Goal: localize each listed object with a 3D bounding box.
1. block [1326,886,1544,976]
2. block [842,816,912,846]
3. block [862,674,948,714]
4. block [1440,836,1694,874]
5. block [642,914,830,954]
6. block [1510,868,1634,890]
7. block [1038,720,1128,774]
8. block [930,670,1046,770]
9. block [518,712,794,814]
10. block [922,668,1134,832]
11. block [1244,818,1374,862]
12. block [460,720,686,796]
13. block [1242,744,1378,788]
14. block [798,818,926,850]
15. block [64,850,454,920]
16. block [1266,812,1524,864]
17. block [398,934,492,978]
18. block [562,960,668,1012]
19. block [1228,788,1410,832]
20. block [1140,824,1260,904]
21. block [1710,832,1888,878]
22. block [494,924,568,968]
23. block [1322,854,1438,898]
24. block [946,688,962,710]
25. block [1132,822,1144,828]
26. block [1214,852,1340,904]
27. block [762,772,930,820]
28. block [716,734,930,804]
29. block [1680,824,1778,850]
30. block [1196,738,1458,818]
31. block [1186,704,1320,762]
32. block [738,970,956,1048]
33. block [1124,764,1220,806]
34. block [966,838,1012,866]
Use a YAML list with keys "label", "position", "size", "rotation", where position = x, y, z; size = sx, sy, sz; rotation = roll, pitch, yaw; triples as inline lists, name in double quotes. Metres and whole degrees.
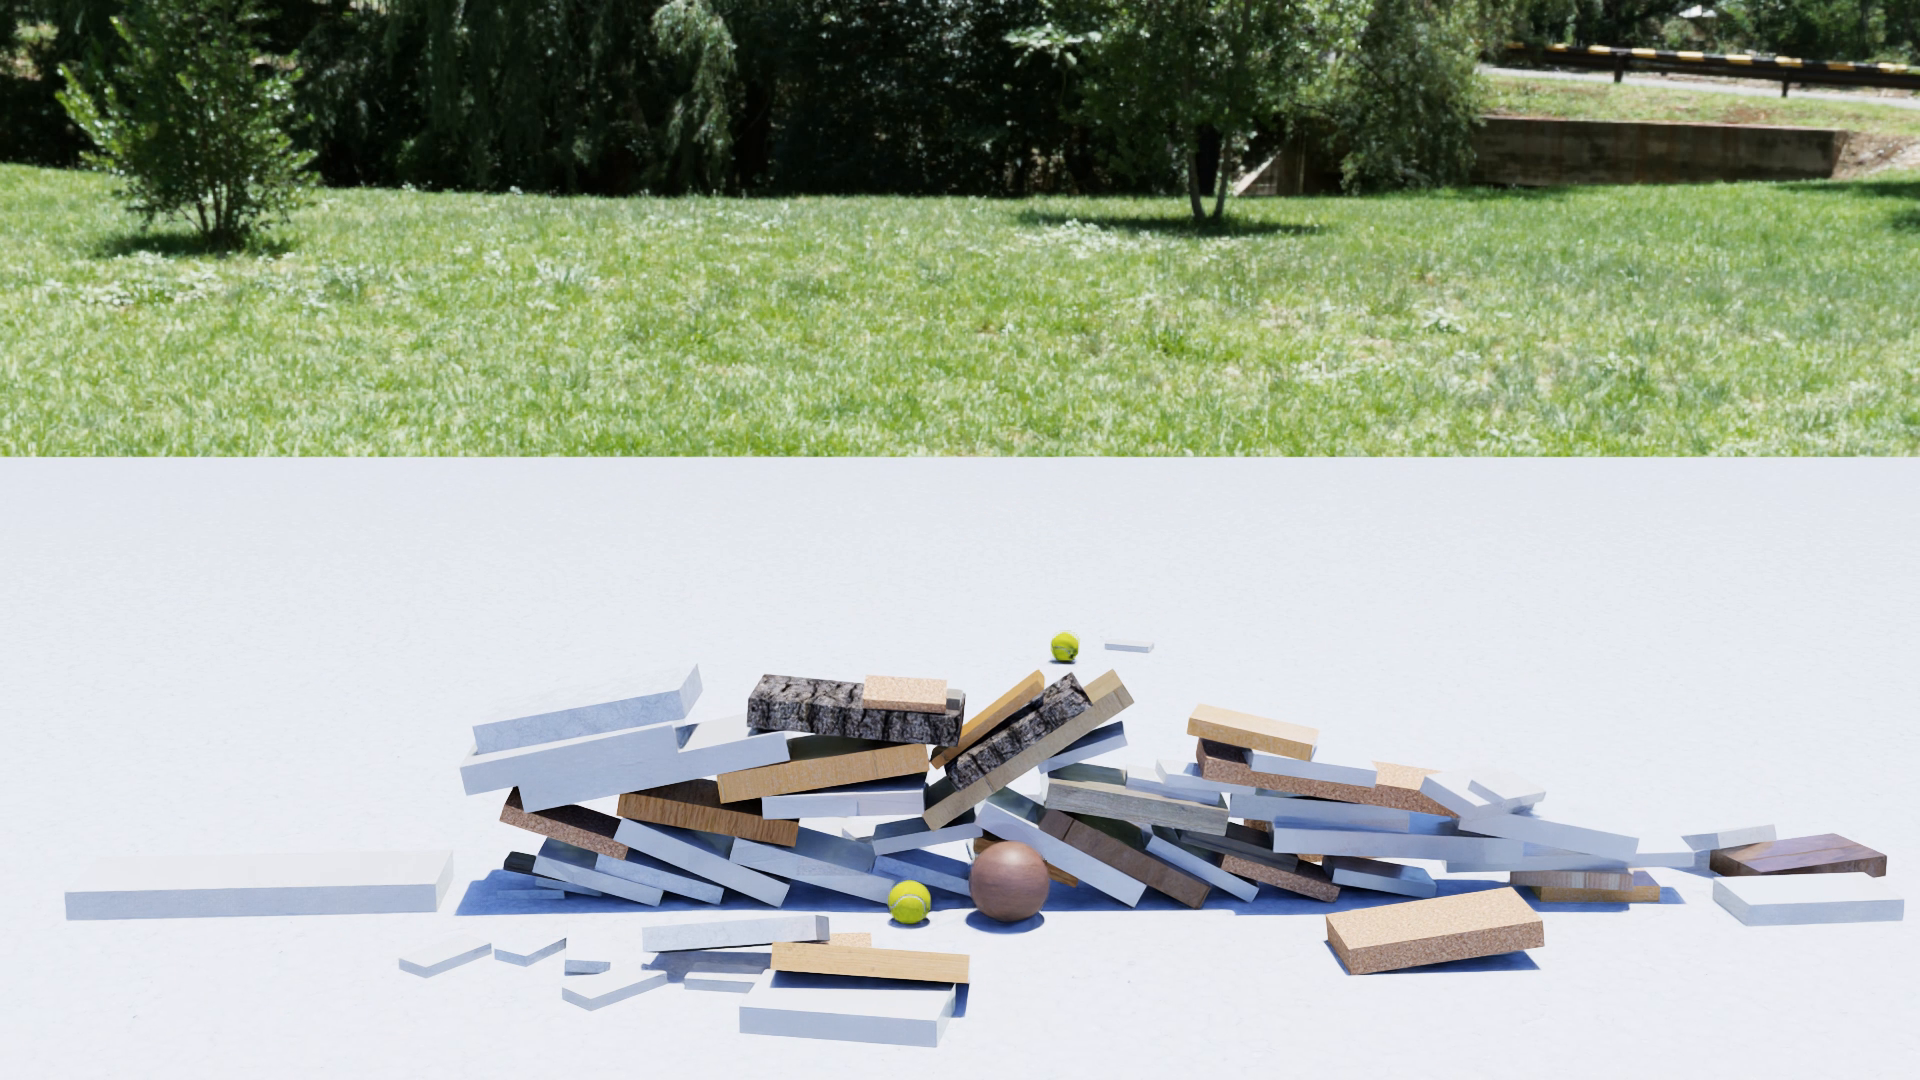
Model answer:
- label: "block"
  position: [0.729, 0.601, 3.389]
  size: [0.299, 0.042, 0.149]
  rotation: [-8, 11, -3]
- label: "block"
  position: [-0.132, 0.509, 3.831]
  size: [0.133, 0.019, 0.067]
  rotation: [-5, 12, -25]
- label: "block"
  position: [-0.089, 0.249, 3.554]
  size: [0.133, 0.019, 0.067]
  rotation: [4, 32, 0]
- label: "block"
  position: [1.004, 0.522, 3.655]
  size: [0.402, 0.025, 0.087]
  rotation: [-2, 11, 3]
- label: "block"
  position: [-0.337, 0.597, 3.332]
  size: [0.262, 0.037, 0.131]
  rotation: [-5, -12, 5]
- label: "block"
  position: [1.016, 0.548, 3.654]
  size: [0.195, 0.028, 0.098]
  rotation: [1, 11, 16]
- label: "block"
  position: [0.201, 0.342, 3.628]
  size: [0.152, 0.022, 0.076]
  rotation: [-19, 10, 6]
- label: "block"
  position: [0.045, 0.296, 3.624]
  size: [0.227, 0.019, 0.067]
  rotation: [-38, 8, 11]
- label: "block"
  position: [-0.496, 0.359, 3.624]
  size: [0.436, 0.048, 0.171]
  rotation: [-11, 11, 0]
- label: "block"
  position: [0.107, 0.346, 3.638]
  size: [0.391, 0.037, 0.131]
  rotation: [-33, 9, 2]
- label: "block"
  position: [0.645, 0.483, 3.838]
  size: [0.299, 0.149, 0.042]
  rotation: [-2, 11, -10]
- label: "block"
  position: [-0.631, 0.338, 3.610]
  size: [0.347, 0.049, 0.173]
  rotation: [-11, 11, -1]
- label: "block"
  position: [0.567, 0.359, 3.573]
  size: [0.203, 0.029, 0.101]
  rotation: [8, 12, -3]
- label: "block"
  position: [-0.328, 0.524, 3.916]
  size: [0.518, 0.040, 0.142]
  rotation: [4, 11, 20]
- label: "block"
  position: [-1.151, 0.570, 3.642]
  size: [0.589, 0.049, 0.173]
  rotation: [-1, 11, -4]
- label: "block"
  position: [0.718, 0.485, 3.654]
  size: [0.404, 0.041, 0.146]
  rotation: [2, 11, 2]
- label: "block"
  position: [-0.788, 0.637, 3.368]
  size: [0.064, 0.018, 0.128]
  rotation: [8, 13, 36]
- label: "block"
  position: [-0.510, 0.658, 3.249]
  size: [0.068, 0.019, 0.142]
  rotation: [10, 14, 42]
- label: "block"
  position: [0.601, 0.435, 3.678]
  size: [0.292, 0.041, 0.146]
  rotation: [4, 11, 9]
- label: "block"
  position: [0.398, 0.532, 3.661]
  size: [0.199, 0.028, 0.099]
  rotation: [27, 9, -5]
- label: "block"
  position: [1.436, 0.553, 3.769]
  size: [0.261, 0.037, 0.131]
  rotation: [-4, 11, -19]
- label: "block"
  position: [-0.655, 0.628, 3.414]
  size: [0.064, 0.018, 0.128]
  rotation: [6, 12, 30]
- label: "block"
  position: [0.700, 0.560, 3.675]
  size: [0.175, 0.025, 0.087]
  rotation: [10, 10, -4]
- label: "block"
  position: [-0.065, 0.256, 3.603]
  size: [0.134, 0.019, 0.067]
  rotation: [5, 10, 3]
- label: "block"
  position: [0.337, 0.524, 3.982]
  size: [0.112, 0.016, 0.056]
  rotation: [-4, 11, -20]
- label: "block"
  position: [0.527, 0.547, 3.662]
  size: [0.199, 0.028, 0.099]
  rotation: [17, 10, -3]
- label: "block"
  position: [-0.186, 0.418, 3.612]
  size: [0.261, 0.037, 0.130]
  rotation: [-2, 9, 4]
- label: "block"
  position: [-0.223, 0.363, 3.634]
  size: [0.342, 0.048, 0.171]
  rotation: [-9, 9, 0]
- label: "block"
  position: [1.326, 0.519, 3.826]
  size: [0.195, 0.028, 0.098]
  rotation: [1, -11, -42]
- label: "block"
  position: [0.604, 0.388, 3.623]
  size: [0.420, 0.037, 0.130]
  rotation: [9, 12, -1]
- label: "block"
  position: [0.478, 0.313, 3.585]
  size: [0.203, 0.029, 0.101]
  rotation: [12, 12, 13]
- label: "block"
  position: [-0.159, 0.668, 3.141]
  size: [0.284, 0.040, 0.142]
  rotation: [2, 11, 10]
- label: "block"
  position: [0.348, 0.402, 3.616]
  size: [0.152, 0.022, 0.076]
  rotation: [10, 10, 1]
- label: "block"
  position: [0.155, 0.532, 3.879]
  size: [0.276, 0.037, 0.131]
  rotation: [-1, 11, -6]
